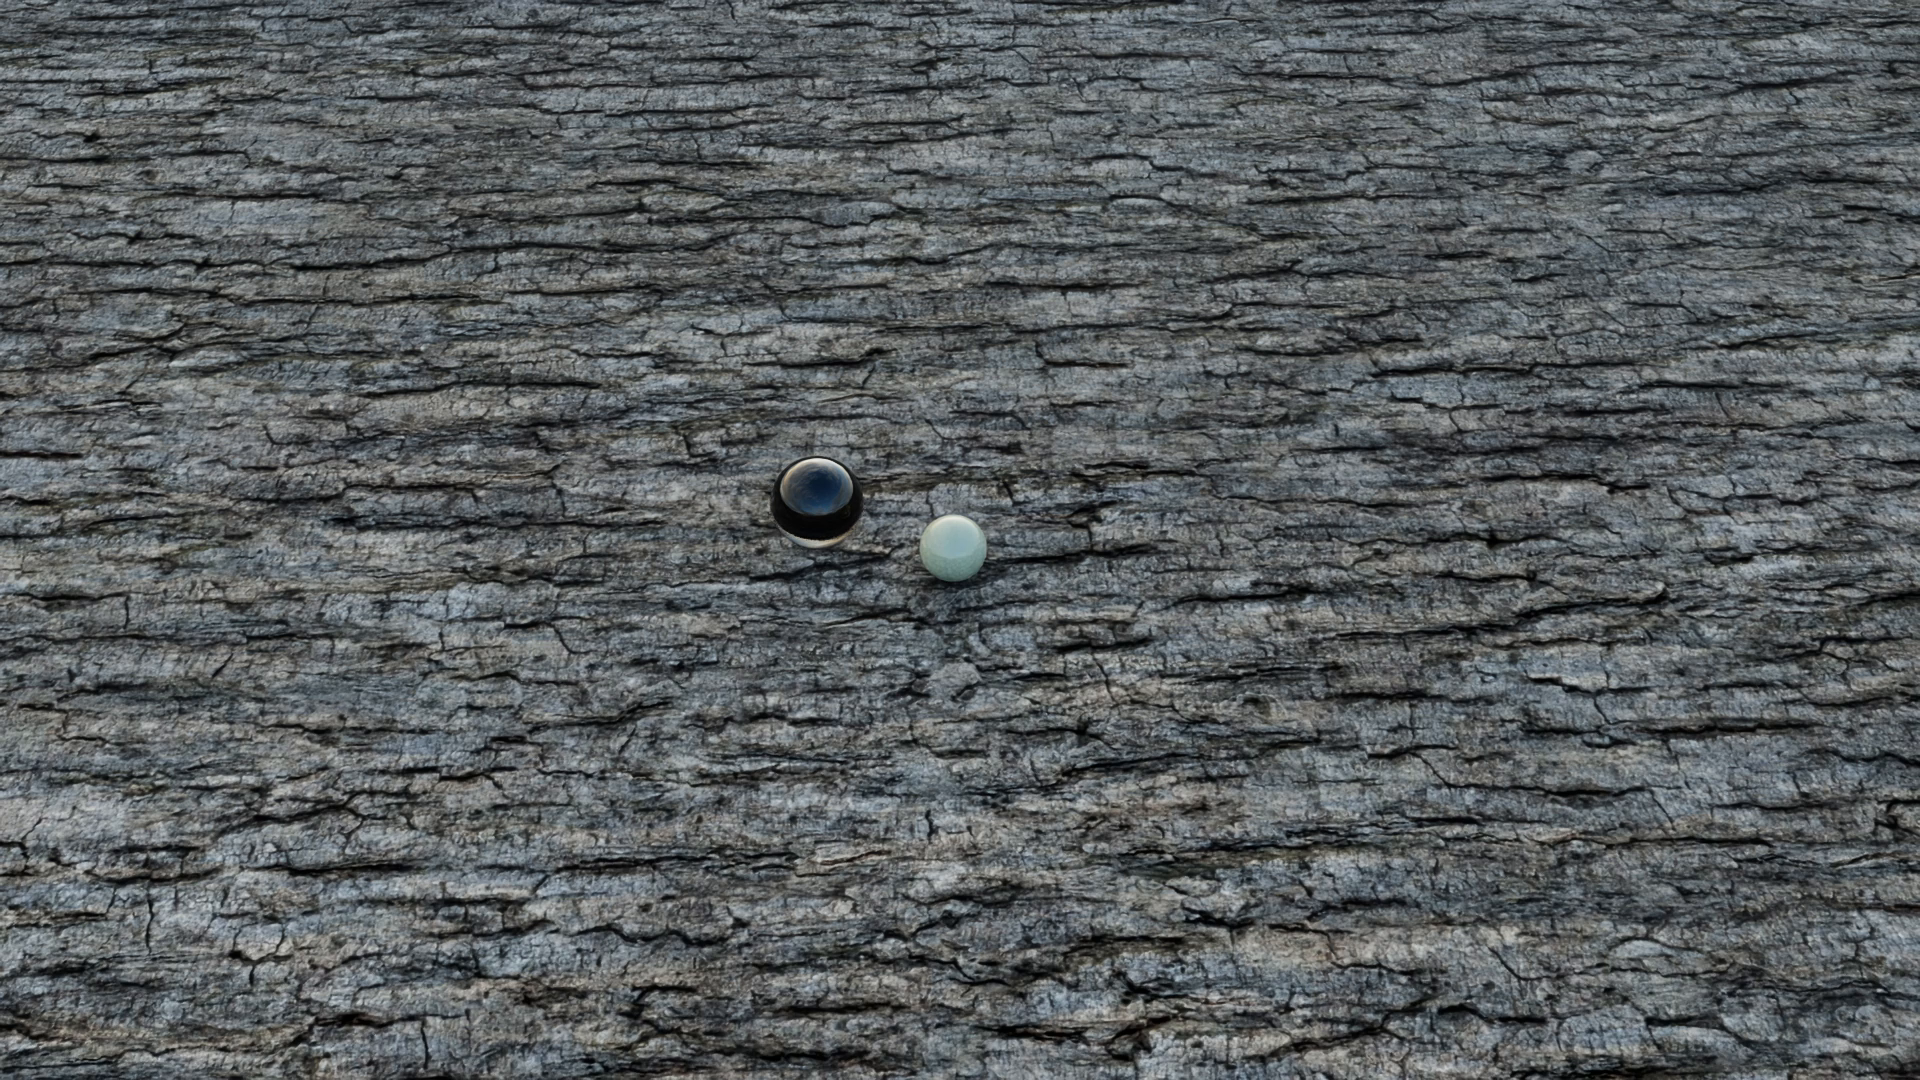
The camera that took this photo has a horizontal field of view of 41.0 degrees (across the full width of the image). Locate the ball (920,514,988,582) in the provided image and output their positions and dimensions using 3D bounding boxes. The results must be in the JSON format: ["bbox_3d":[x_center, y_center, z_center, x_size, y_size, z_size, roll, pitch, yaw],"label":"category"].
[{"bbox_3d":[-0.004,0.005,1.556,0.041,0.041,0.041,0,37,0],"label":"ball"}]

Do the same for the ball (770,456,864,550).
[{"bbox_3d":[-0.088,-0.023,1.579,0.058,0.058,0.058,0,37,0],"label":"ball"}]
